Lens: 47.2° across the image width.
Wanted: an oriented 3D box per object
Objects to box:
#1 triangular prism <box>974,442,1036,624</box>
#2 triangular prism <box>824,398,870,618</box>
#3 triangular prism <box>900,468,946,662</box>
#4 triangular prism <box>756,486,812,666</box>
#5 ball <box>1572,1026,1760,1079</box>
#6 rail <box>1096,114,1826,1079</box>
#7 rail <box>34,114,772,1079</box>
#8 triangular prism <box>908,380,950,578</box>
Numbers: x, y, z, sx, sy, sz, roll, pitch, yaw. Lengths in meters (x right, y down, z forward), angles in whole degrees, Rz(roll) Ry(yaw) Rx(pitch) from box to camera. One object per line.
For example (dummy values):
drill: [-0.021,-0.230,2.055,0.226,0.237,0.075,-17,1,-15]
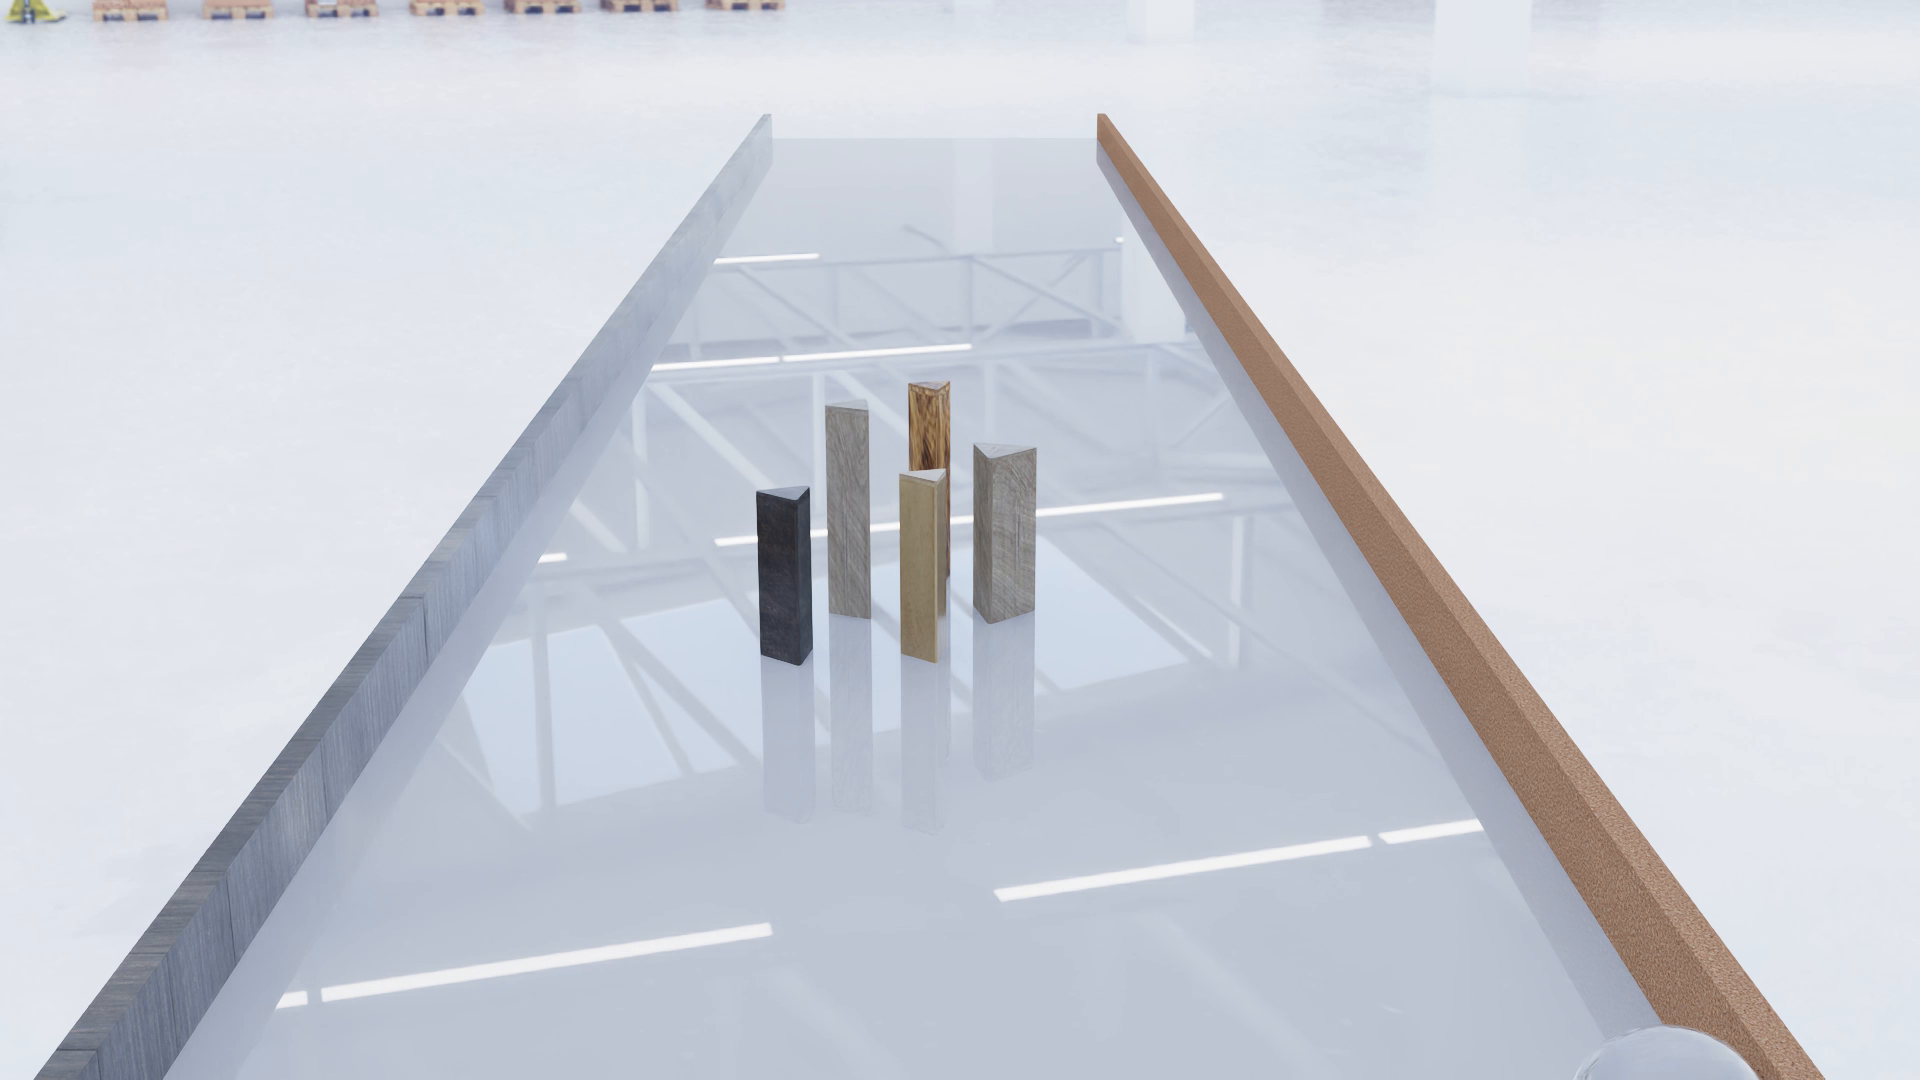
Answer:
triangular prism: [0.071,-0.021,4.666,0.136,0.360,0.118,-15,22,-42]
triangular prism: [-0.217,-0.068,4.657,0.101,0.455,0.087,8,18,24]
triangular prism: [-0.057,0.048,4.404,0.096,0.377,0.083,14,21,39]
triangular prism: [-0.332,0.066,4.403,0.109,0.343,0.094,13,21,38]
ball: [0.814,0.680,2.522,0.239,0.239,0.239,0,17,0]
rail: [0.932,-0.844,7.801,0.050,0.150,12.000,0,17,-1]
rail: [-1.118,-0.838,7.780,0.050,0.150,12.000,0,17,-1]
triangular prism: [-0.052,-0.128,4.873,0.081,0.447,0.093,-15,22,-41]
